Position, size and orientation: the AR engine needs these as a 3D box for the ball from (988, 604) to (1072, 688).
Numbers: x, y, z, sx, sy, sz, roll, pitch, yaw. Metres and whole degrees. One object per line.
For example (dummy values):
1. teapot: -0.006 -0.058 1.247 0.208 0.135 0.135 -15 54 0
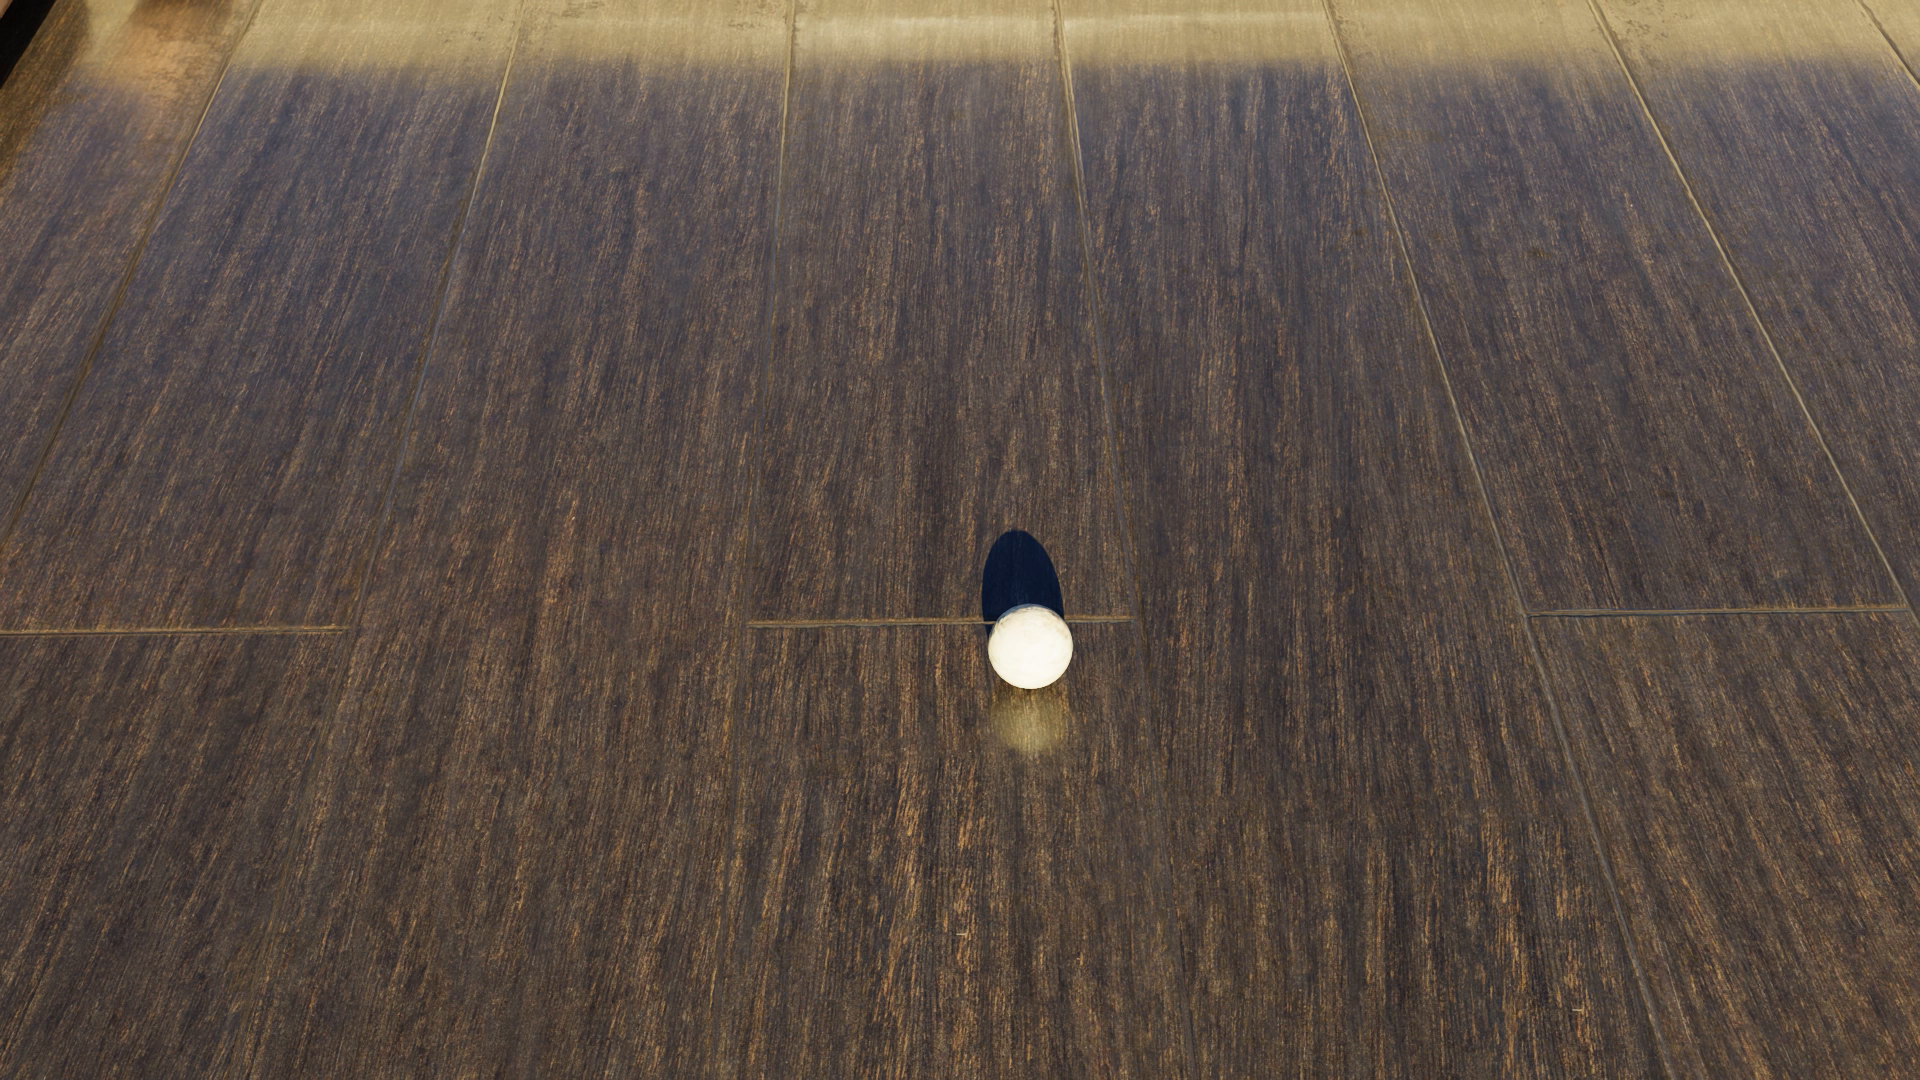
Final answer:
1. ball: 0.043 0.065 1.578 0.053 0.053 0.053 0 36 0

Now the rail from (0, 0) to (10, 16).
1. rail: -0.847 -0.010 1.621 0.045 0.121 2.080 -1 36 -1
